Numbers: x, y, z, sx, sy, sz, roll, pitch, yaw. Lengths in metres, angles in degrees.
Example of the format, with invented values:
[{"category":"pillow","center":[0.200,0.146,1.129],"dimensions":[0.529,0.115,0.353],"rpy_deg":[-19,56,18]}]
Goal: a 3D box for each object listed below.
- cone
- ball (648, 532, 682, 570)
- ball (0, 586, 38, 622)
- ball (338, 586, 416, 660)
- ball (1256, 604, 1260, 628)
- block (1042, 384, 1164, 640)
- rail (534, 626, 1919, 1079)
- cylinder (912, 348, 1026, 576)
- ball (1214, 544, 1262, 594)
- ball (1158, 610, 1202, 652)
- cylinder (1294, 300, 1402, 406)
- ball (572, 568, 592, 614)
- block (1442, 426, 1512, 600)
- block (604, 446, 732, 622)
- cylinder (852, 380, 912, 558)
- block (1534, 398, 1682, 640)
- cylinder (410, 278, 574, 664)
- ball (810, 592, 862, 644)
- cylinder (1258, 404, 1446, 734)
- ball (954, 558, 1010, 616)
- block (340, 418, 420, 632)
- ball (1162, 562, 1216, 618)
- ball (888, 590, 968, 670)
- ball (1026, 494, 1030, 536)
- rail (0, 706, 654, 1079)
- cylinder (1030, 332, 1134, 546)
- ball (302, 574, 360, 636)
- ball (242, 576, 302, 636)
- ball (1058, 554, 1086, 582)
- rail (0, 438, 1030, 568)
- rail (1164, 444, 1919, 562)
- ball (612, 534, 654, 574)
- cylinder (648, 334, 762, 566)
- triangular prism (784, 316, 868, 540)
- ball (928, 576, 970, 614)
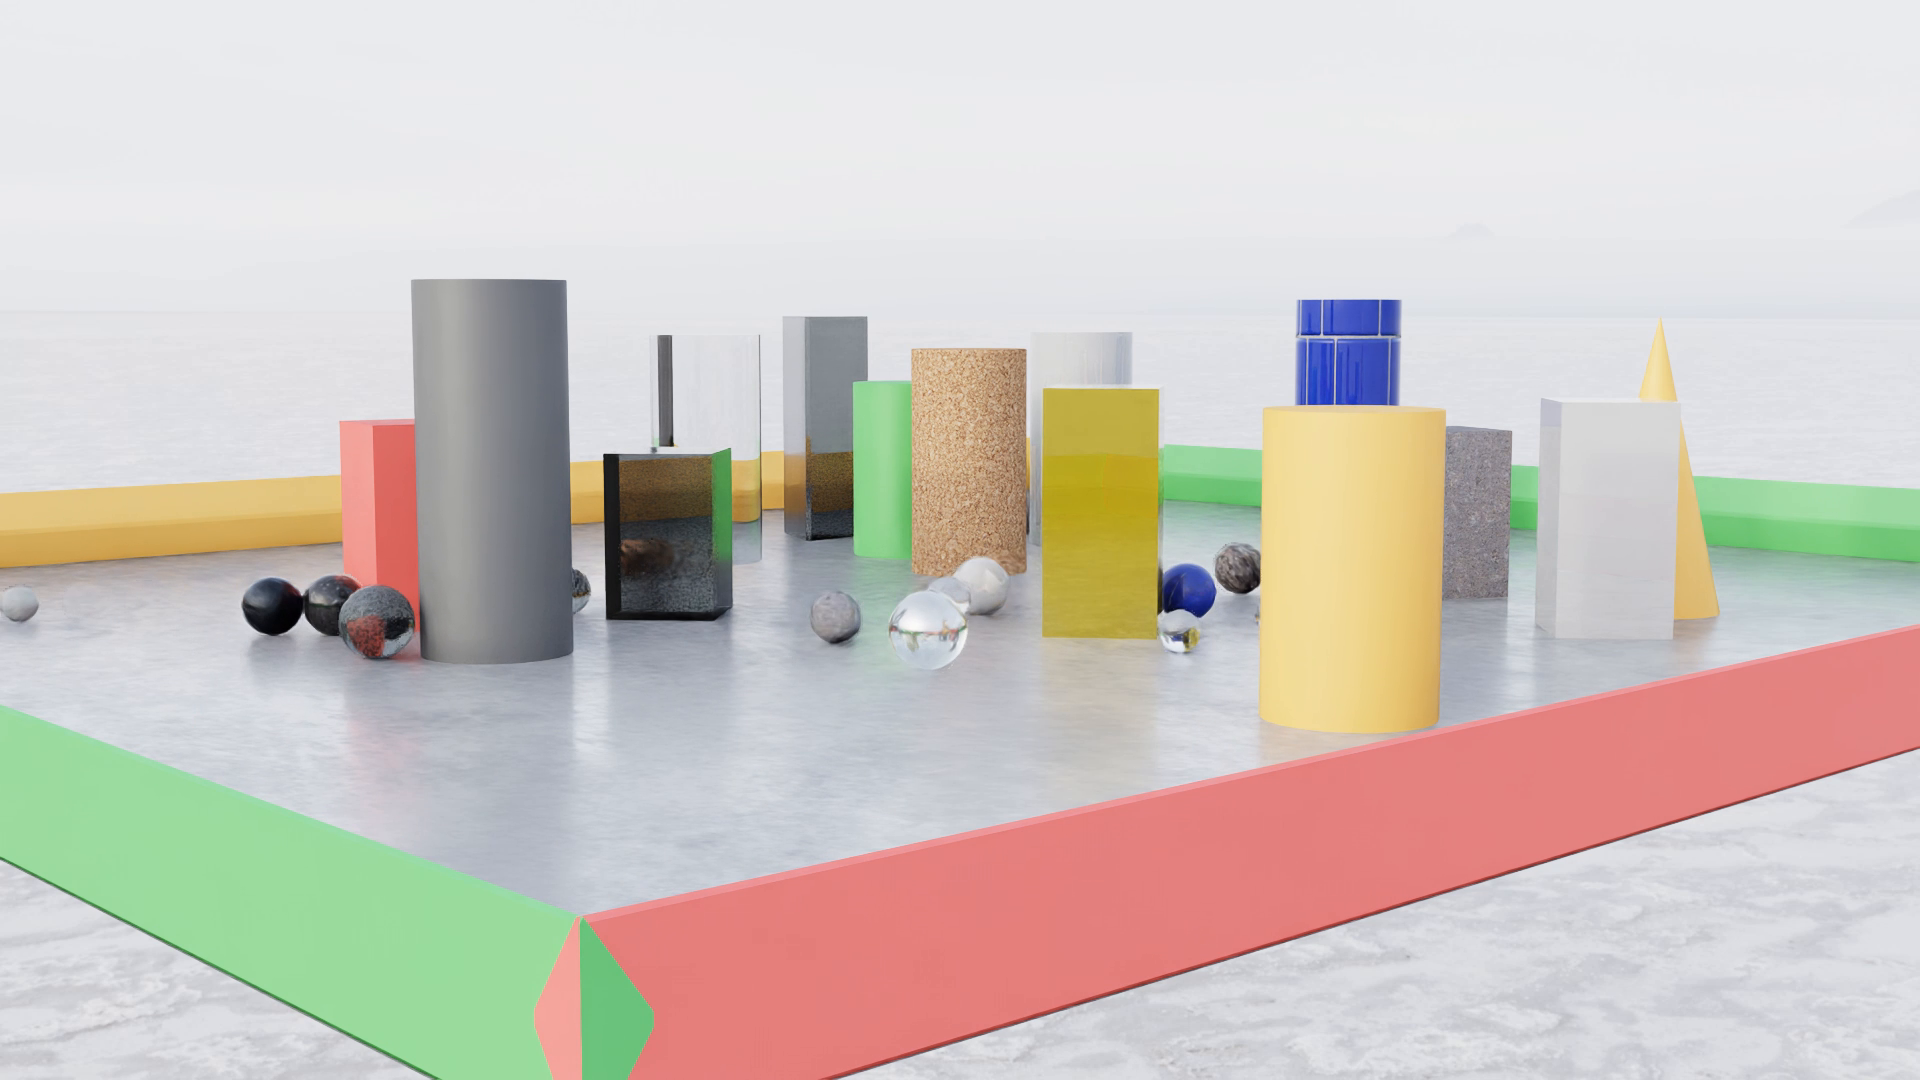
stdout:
[{"category":"cone","center":[1.027,-0.113,3.249],"dimensions":[0.196,0.437,0.196],"rpy_deg":[0,6,0]},{"category":"ball","center":[-0.510,0.019,3.765],"dimensions":[0.066,0.066,0.066],"rpy_deg":[0,6,0]},{"category":"ball","center":[-1.346,0.092,3.146],"dimensions":[0.051,0.051,0.051],"rpy_deg":[0,6,0]},{"category":"ball","center":[-0.745,0.105,2.812],"dimensions":[0.095,0.095,0.095],"rpy_deg":[0,6,0]},{"category":"ball","center":[0.432,0.104,2.974],"dimensions":[0.063,0.063,0.063],"rpy_deg":[0,6,0]},{"category":"block","center":[0.200,-0.043,3.052],"dimensions":[0.157,0.339,0.157],"rpy_deg":[1,6,8]},{"category":"rail","center":[0.985,0.144,2.270],"dimensions":[3.264,0.127,0.045],"rpy_deg":[-5,8,-42]},{"category":"cylinder","center":[0.015,-0.136,3.746],"dimensions":[0.196,0.379,0.196],"rpy_deg":[0,6,0]},{"category":"ball","center":[0.440,0.045,3.457],"dimensions":[0.080,0.080,0.080],"rpy_deg":[0,6,0]},{"category":"ball","center":[0.287,0.119,2.864],"dimensions":[0.056,0.056,0.056],"rpy_deg":[0,6,0]},{"category":"cylinder","center":[0.727,-0.219,4.135],"dimensions":[0.196,0.463,0.196],"rpy_deg":[0,6,0]},{"category":"ball","center":[-0.576,0.075,3.224],"dimensions":[0.069,0.069,0.069],"rpy_deg":[0,6,0]},{"category":"block","center":[0.753,-0.045,3.457],"dimensions":[0.157,0.259,0.157],"rpy_deg":[-2,6,-19]},{"category":"block","center":[-0.426,-0.012,3.227],"dimensions":[0.157,0.240,0.157],"rpy_deg":[0,6,4]},{"category":"cylinder","center":[-0.097,-0.132,4.026],"dimensions":[0.196,0.313,0.196],"rpy_deg":[0,6,0]},{"category":"block","center":[0.894,-0.033,3.046],"dimensions":[0.157,0.321,0.157],"rpy_deg":[0,6,5]},{"category":"cylinder","center":[-0.603,-0.093,2.842],"dimensions":[0.196,0.482,0.196],"rpy_deg":[0,6,0]},{"category":"ball","center":[-0.166,0.104,2.945],"dimensions":[0.069,0.069,0.069],"rpy_deg":[0,6,0]},{"category":"cylinder","center":[0.427,0.026,2.401],"dimensions":[0.196,0.338,0.196],"rpy_deg":[0,6,0]},{"category":"ball","center":[0.029,0.068,3.203],"dimensions":[0.086,0.086,0.086],"rpy_deg":[0,6,0]},{"category":"block","center":[-0.773,-0.024,3.111],"dimensions":[0.157,0.288,0.157],"rpy_deg":[-4,7,-32]},{"category":"ball","center":[0.325,0.074,3.154],"dimensions":[0.085,0.085,0.085],"rpy_deg":[0,6,0]},{"category":"ball","center":[-0.040,0.112,2.729],"dimensions":[0.098,0.098,0.098],"rpy_deg":[0,6,0]},{"category":"ball","center":[0.146,-0.050,4.342],"dimensions":[0.083,0.083,0.083],"rpy_deg":[0,6,0]},{"category":"rail","center":[-1.182,0.147,2.247],"dimensions":[0.045,0.127,2.952],"rpy_deg":[-5,8,-42]},{"category":"cylinder","center":[0.231,-0.195,4.193],"dimensions":[0.196,0.403,0.196],"rpy_deg":[0,6,0]},{"category":"ball","center":[-0.860,0.088,3.020],"dimensions":[0.085,0.085,0.085],"rpy_deg":[0,6,0]},{"category":"ball","center":[-0.943,0.090,3.018],"dimensions":[0.081,0.081,0.081],"rpy_deg":[0,6,0]},{"category":"ball","center":[0.184,0.046,3.611],"dimensions":[0.046,0.046,0.046],"rpy_deg":[0,6,0]},{"category":"rail","center":[-0.985,-0.078,4.394],"dimensions":[3.264,0.127,0.045],"rpy_deg":[-5,8,-42]},{"category":"rail","center":[1.182,-0.080,4.417],"dimensions":[0.045,0.127,2.952],"rpy_deg":[-5,8,-42]},{"category":"ball","center":[-0.552,0.023,3.712],"dimensions":[0.070,0.070,0.070],"rpy_deg":[0,6,0]},{"category":"cylinder","center":[-0.451,-0.164,3.904],"dimensions":[0.196,0.401,0.196],"rpy_deg":[0,6,0]},{"category":"triangular prism","center":[-0.293,-0.225,4.339],"dimensions":[0.147,0.432,0.170],"rpy_deg":[5,8,40]},{"category":"ball","center":[-0.017,0.084,3.145],"dimensions":[0.065,0.065,0.065],"rpy_deg":[0,6,0]}]
